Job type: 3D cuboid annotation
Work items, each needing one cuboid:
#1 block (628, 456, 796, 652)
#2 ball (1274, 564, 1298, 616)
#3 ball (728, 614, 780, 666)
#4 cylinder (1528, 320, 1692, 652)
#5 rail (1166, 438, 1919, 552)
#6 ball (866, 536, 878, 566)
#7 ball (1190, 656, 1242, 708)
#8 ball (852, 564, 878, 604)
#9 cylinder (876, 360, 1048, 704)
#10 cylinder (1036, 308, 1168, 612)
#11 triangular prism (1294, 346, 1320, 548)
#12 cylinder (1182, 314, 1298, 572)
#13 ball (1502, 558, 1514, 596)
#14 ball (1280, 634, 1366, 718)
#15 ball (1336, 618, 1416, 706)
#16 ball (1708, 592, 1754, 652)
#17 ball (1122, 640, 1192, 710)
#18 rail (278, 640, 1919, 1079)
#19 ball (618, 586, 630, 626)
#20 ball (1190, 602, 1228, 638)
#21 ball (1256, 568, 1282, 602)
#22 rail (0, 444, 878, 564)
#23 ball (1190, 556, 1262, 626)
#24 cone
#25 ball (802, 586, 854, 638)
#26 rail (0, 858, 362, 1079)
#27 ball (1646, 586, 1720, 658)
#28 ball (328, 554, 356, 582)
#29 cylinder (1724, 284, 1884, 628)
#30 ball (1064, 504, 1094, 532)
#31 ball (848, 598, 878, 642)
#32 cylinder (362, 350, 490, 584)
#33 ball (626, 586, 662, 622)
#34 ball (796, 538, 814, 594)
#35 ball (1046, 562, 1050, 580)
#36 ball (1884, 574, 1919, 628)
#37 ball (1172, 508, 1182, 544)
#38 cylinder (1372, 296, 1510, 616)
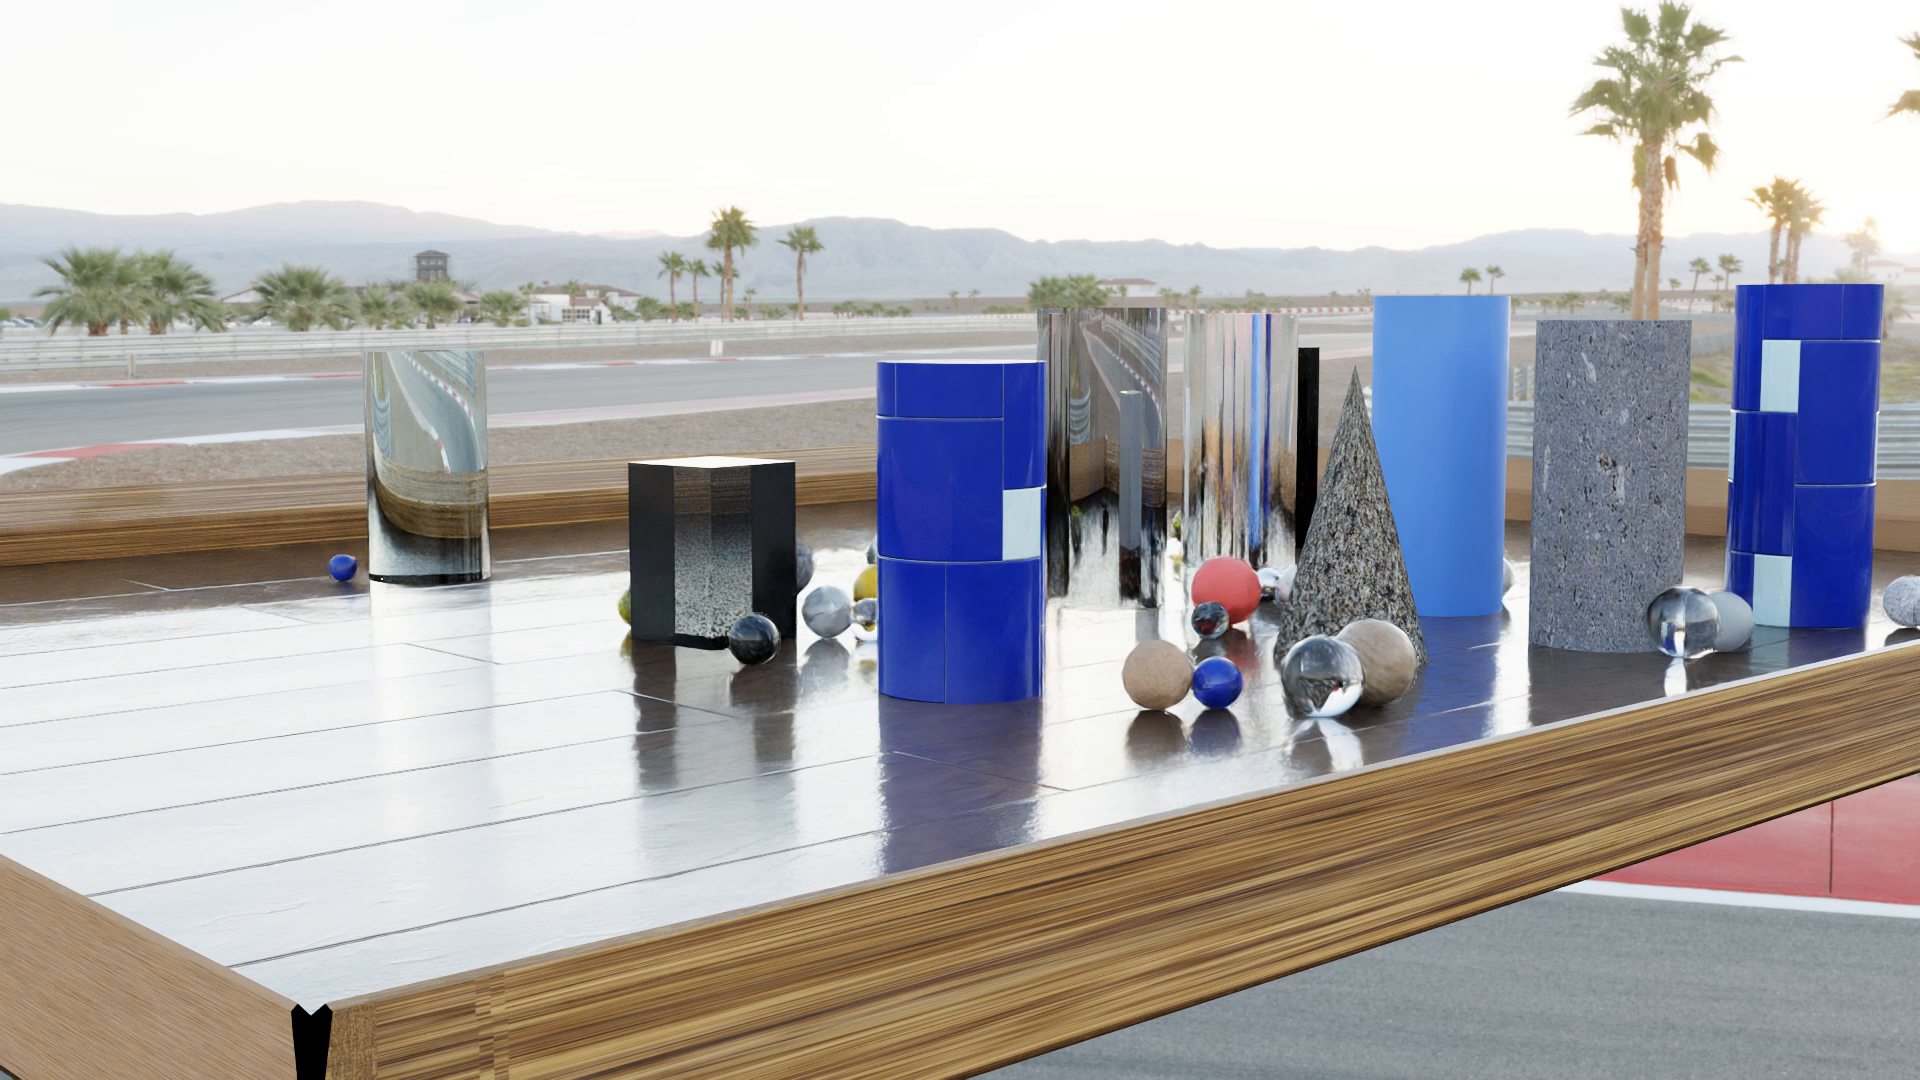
[{"bbox_3d":[-0.335,0.014,2.986,0.159,0.241,0.159,5,8,39],"label":"block"},{"bbox_3d":[0.492,0.077,3.120,0.090,0.090,0.090,0,6,0],"label":"ball"},{"bbox_3d":[-0.260,0.126,2.769,0.065,0.065,0.065,0,6,0],"label":"ball"},{"bbox_3d":[0.870,-0.078,2.951,0.199,0.432,0.199,0,6,0],"label":"cylinder"},{"bbox_3d":[1.312,-0.092,4.536,0.045,0.129,3.050,-5,8,-42],"label":"rail"},{"bbox_3d":[-0.123,0.025,3.700,0.071,0.071,0.071,0,6,0],"label":"ball"},{"bbox_3d":[0.288,0.160,2.467,0.058,0.058,0.058,0,6,0],"label":"ball"},{"bbox_3d":[-0.115,0.075,3.175,0.082,0.082,0.082,0,6,0],"label":"ball"},{"bbox_3d":[0.002,-0.016,2.577,0.199,0.386,0.199,0,6,0],"label":"cylinder"},{"bbox_3d":[0.215,-0.128,3.345,0.199,0.449,0.199,0,6,0],"label":"cylinder"},{"bbox_3d":[0.584,-0.180,4.198,0.172,0.377,0.149,0,6,0],"label":"triangular prism"},{"bbox_3d":[0.489,-0.175,3.844,0.199,0.440,0.199,0,6,0],"label":"cylinder"},{"bbox_3d":[0.821,0.057,3.400,0.071,0.071,0.071,0,6,0],"label":"ball"},{"bbox_3d":[0.397,0.150,2.410,0.092,0.092,0.092,0,6,0],"label":"ball"},{"bbox_3d":[0.464,0.138,2.481,0.099,0.099,0.099,0,6,0],"label":"ball"},{"bbox_3d":[0.999,0.107,2.881,0.079,0.079,0.079,0,6,0],"label":"ball"},{"bbox_3d":[0.220,0.151,2.458,0.079,0.079,0.079,0,6,0],"label":"ball"},{"bbox_3d":[1.018,0.148,2.235,3.618,0.129,0.045,-5,8,-42],"label":"rail"},{"bbox_3d":[-0.450,0.093,3.092,0.063,0.063,0.063,0,6,0],"label":"ball"},{"bbox_3d":[0.340,0.109,2.995,0.051,0.051,0.051,0,6,0],"label":"ball"},{"bbox_3d":[0.473,0.069,3.375,0.052,0.052,0.052,0,6,0],"label":"ball"},{"bbox_3d":[-1.018,-0.081,4.429,3.618,0.129,0.045,-5,8,-42],"label":"rail"},{"bbox_3d":[0.376,0.072,3.113,0.099,0.099,0.099,0,6,0],"label":"ball"},{"bbox_3d":[0.503,-0.036,2.814,0.199,0.378,0.199,0,6,0],"label":"cone"},{"bbox_3d":[-0.180,0.098,3.001,0.072,0.072,0.072,0,6,0],"label":"ball"},{"bbox_3d":[-1.312,0.159,2.128,0.045,0.129,3.050,-5,8,-42],"label":"rail"},{"bbox_3d":[0.930,0.106,2.829,0.092,0.092,0.092,0,6,0],"label":"ball"},{"bbox_3d":[-1.019,0.046,3.629,0.046,0.046,0.046,0,6,0],"label":"ball"},{"bbox_3d":[1.211,-0.125,3.162,0.199,0.481,0.199,0,6,0],"label":"cylinder"},{"bbox_3d":[0.240,-0.043,4.427,0.058,0.058,0.058,0,6,0],"label":"ball"},{"bbox_3d":[-0.120,0.108,2.961,0.060,0.060,0.060,0,6,0],"label":"ball"},{"bbox_3d":[-0.890,-0.126,3.672,0.199,0.378,0.199,0,6,0],"label":"cylinder"},{"bbox_3d":[-0.452,0.093,3.150,0.052,0.052,0.052,0,6,0],"label":"ball"},{"bbox_3d":[-0.247,0.037,3.075,0.086,0.086,0.086,0,6,0],"label":"ball"},{"bbox_3d":[0.124,0.050,3.581,0.046,0.046,0.046,0,6,0],"label":"ball"},{"bbox_3d":[1.341,0.086,3.099,0.074,0.074,0.074,0,6,0],"label":"ball"},{"bbox_3d":[0.440,-0.026,4.139,0.082,0.082,0.082,0,6,0],"label":"ball"},{"bbox_3d":[0.715,-0.130,3.288,0.199,0.466,0.199,0,6,0],"label":"cylinder"}]
